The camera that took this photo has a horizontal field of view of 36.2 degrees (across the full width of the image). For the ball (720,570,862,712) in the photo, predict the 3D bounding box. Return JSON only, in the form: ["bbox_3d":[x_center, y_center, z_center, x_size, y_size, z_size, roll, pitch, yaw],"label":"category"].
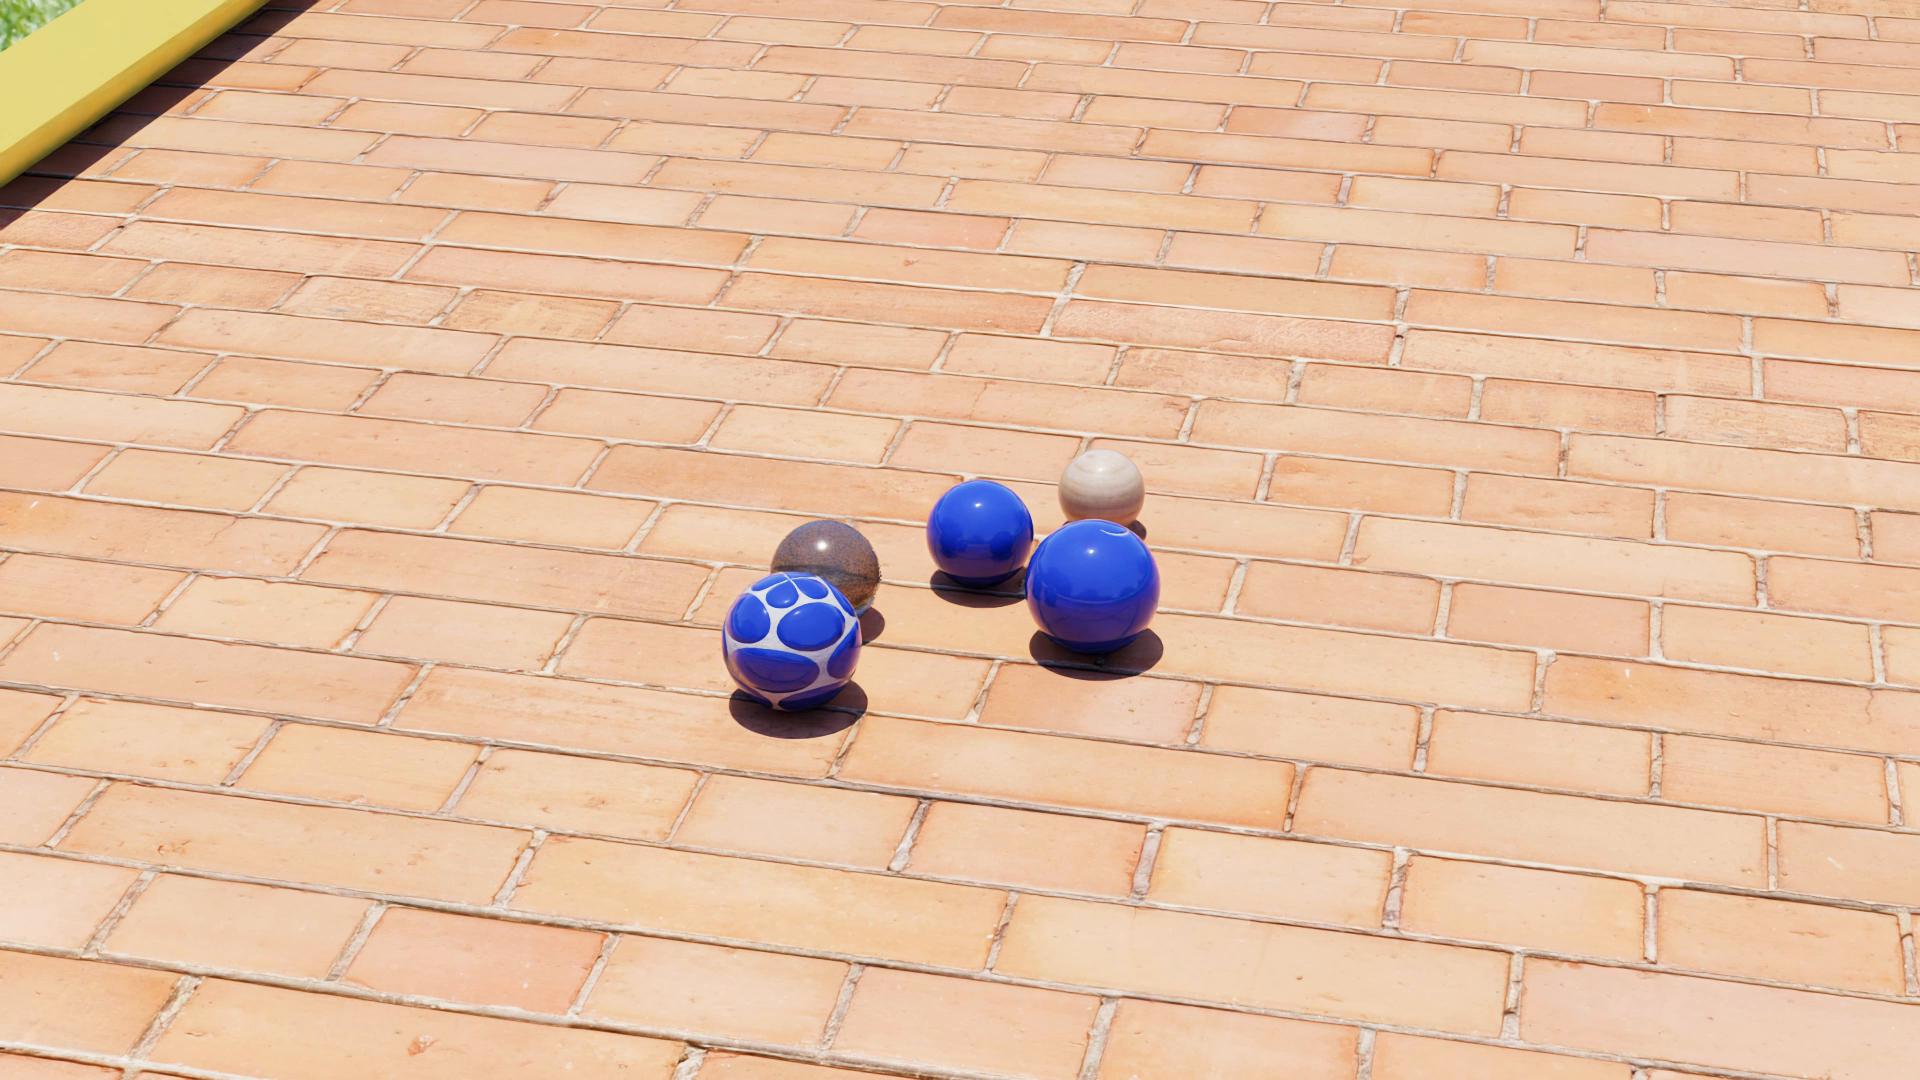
[{"bbox_3d":[-0.094,0.057,1.644,0.079,0.079,0.079,0,27,0],"label":"ball"}]

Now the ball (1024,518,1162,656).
[{"bbox_3d":[0.077,0.027,1.701,0.079,0.079,0.079,0,27,0],"label":"ball"}]

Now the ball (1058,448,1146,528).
[{"bbox_3d":[0.088,-0.030,1.837,0.055,0.055,0.055,0,27,0],"label":"ball"}]

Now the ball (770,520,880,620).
[{"bbox_3d":[-0.079,0.021,1.728,0.065,0.065,0.065,0,27,0],"label":"ball"}]

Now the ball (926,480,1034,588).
[{"bbox_3d":[0.012,-0.004,1.775,0.066,0.066,0.066,0,27,0],"label":"ball"}]

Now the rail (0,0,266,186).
[{"bbox_3d":[-0.690,-0.473,2.637,0.045,0.103,3.285,6,28,11],"label":"rail"}]
